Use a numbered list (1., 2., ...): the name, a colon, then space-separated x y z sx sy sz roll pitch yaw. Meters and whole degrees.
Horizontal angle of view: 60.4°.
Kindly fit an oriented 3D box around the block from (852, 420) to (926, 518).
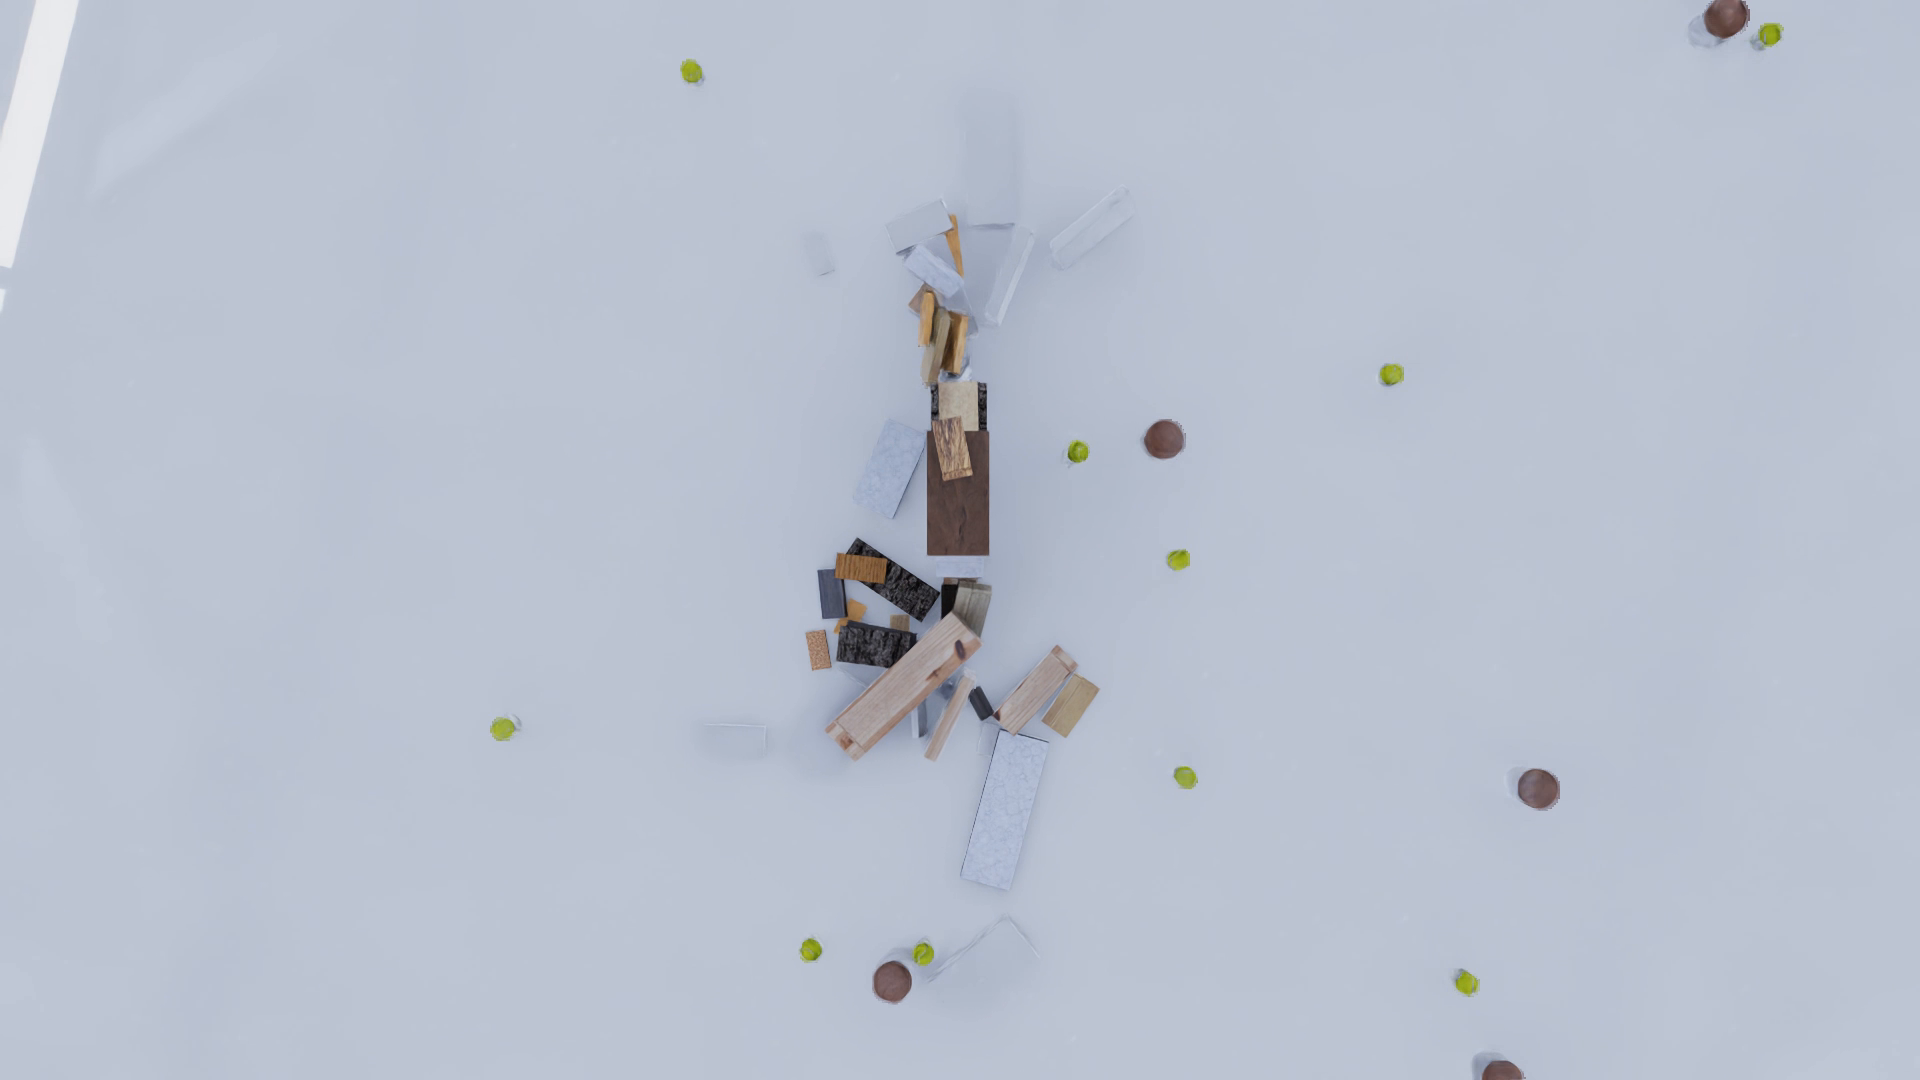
1. block: -0.232 -0.236 5.479 0.149 0.042 0.298 24 90 0

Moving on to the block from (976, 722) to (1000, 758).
1. block: 0.094 0.665 5.493 0.053 0.015 0.105 15 90 0

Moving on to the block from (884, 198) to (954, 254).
1. block: -0.134 -1.038 5.460 0.209 0.030 0.104 -22 87 13

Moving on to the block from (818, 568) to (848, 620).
1. block: -0.423 0.177 5.470 0.082 0.023 0.165 -5 94 19

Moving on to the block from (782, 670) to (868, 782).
1. block: -0.425 0.616 5.476 0.168 0.048 0.337 34 90 0

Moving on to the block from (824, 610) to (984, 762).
1. block: -0.184 0.478 5.380 0.580 0.042 0.149 -43 91 10

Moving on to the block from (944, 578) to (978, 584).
1. block: 0.001 0.144 5.395 0.110 0.220 0.031 1 63 0

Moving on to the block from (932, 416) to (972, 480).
1. block: -0.022 -0.260 4.685 0.085 0.024 0.171 -11 89 0

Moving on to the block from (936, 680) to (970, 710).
1. block: -0.022 0.517 5.493 0.105 0.015 0.053 37 90 0

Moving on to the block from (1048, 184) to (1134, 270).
1. block: 0.435 -1.027 5.420 0.307 0.153 0.043 -39 72 0

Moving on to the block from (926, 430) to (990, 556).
1. block: -0.005 -0.133 4.721 0.178 0.050 0.356 0 89 0

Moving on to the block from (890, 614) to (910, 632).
1. block: -0.201 0.313 5.491 0.065 0.018 0.131 0 90 0

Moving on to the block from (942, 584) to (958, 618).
1. block: -0.007 0.241 5.419 0.110 0.031 0.220 1 129 0

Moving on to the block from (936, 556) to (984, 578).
1. block: 0.000 -0.029 5.185 0.146 0.041 0.292 0 90 0

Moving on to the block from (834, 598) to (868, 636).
1. block: -0.365 0.265 5.491 0.064 0.018 0.128 27 90 0

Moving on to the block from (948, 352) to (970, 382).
1. block: -0.002 -0.563 5.460 0.067 0.019 0.133 2 63 2

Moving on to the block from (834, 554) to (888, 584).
1. block: -0.328 0.093 5.441 0.165 0.023 0.082 7 90 -10

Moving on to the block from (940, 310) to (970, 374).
1. block: -0.018 -0.646 5.393 0.027 0.095 0.189 2 106 -29

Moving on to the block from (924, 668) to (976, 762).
1. block: -0.033 0.573 5.412 0.042 0.149 0.298 26 95 -2

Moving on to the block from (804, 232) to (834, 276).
1. block: -0.471 -0.949 5.491 0.065 0.018 0.131 -19 90 0

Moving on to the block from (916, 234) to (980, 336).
1. block: -0.038 -0.827 5.410 0.095 0.027 0.341 -20 104 2

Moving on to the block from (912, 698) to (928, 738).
1. block: -0.139 0.524 5.446 0.023 0.082 0.247 -1 95 19

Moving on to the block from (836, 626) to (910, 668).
1. block: -0.285 0.355 5.432 0.233 0.033 0.117 7 90 0

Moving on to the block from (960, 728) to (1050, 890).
1. block: 0.148 0.893 5.476 0.168 0.048 0.505 15 90 0

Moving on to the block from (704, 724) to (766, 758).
1. block: -0.750 0.667 5.486 0.200 0.028 0.100 2 90 0

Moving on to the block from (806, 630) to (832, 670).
1. block: -0.471 0.367 5.491 0.064 0.018 0.128 -10 90 0

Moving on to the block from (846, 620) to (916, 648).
1. block: -0.268 0.345 5.465 0.233 0.033 0.117 11 90 0

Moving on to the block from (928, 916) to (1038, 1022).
1. block: 0.077 1.424 5.476 0.337 0.048 0.168 -40 90 0

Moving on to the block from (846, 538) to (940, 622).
1. block: -0.235 0.133 5.483 0.335 0.033 0.117 34 90 0

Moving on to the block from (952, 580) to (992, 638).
1. block: 0.031 0.233 5.373 0.110 0.031 0.220 8 128 -6

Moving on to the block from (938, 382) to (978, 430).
1. block: -0.005 -0.386 5.015 0.118 0.034 0.237 -1 50 0

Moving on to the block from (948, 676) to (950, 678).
1. block: -0.091 0.412 5.491 0.065 0.018 0.131 -27 90 0

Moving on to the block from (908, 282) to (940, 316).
1. block: -0.088 -0.817 5.437 0.086 0.024 0.171 36 100 -9

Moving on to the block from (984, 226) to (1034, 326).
1. block: 0.163 -0.869 5.422 0.043 0.153 0.307 22 90 5

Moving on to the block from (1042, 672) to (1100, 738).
1. block: 0.368 0.548 5.486 0.100 0.028 0.200 35 90 0

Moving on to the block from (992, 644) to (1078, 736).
1. block: 0.250 0.498 5.461 0.100 0.028 0.320 43 81 0

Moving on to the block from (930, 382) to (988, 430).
1. block: -0.003 -0.313 5.128 0.174 0.049 0.347 0 90 0

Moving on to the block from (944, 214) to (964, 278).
1. block: -0.051 -0.970 5.485 0.104 0.030 0.209 -7 90 0

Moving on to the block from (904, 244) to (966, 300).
1. block: -0.084 -0.867 5.338 0.189 0.095 0.027 37 57 -10

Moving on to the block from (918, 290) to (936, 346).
1. block: -0.109 -0.726 5.395 0.024 0.086 0.171 4 100 -11

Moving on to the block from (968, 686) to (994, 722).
1. block: 0.067 0.543 5.484 0.053 0.015 0.105 -29 90 -19

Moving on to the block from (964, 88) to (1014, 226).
1. block: 0.095 -1.268 5.478 0.153 0.043 0.444 -2 90 0

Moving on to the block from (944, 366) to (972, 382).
1. block: -0.024 -0.515 5.389 0.133 0.067 0.019 -53 123 -25

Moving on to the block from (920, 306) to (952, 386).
1. block: -0.080 -0.634 5.397 0.034 0.118 0.237 7 114 -15
